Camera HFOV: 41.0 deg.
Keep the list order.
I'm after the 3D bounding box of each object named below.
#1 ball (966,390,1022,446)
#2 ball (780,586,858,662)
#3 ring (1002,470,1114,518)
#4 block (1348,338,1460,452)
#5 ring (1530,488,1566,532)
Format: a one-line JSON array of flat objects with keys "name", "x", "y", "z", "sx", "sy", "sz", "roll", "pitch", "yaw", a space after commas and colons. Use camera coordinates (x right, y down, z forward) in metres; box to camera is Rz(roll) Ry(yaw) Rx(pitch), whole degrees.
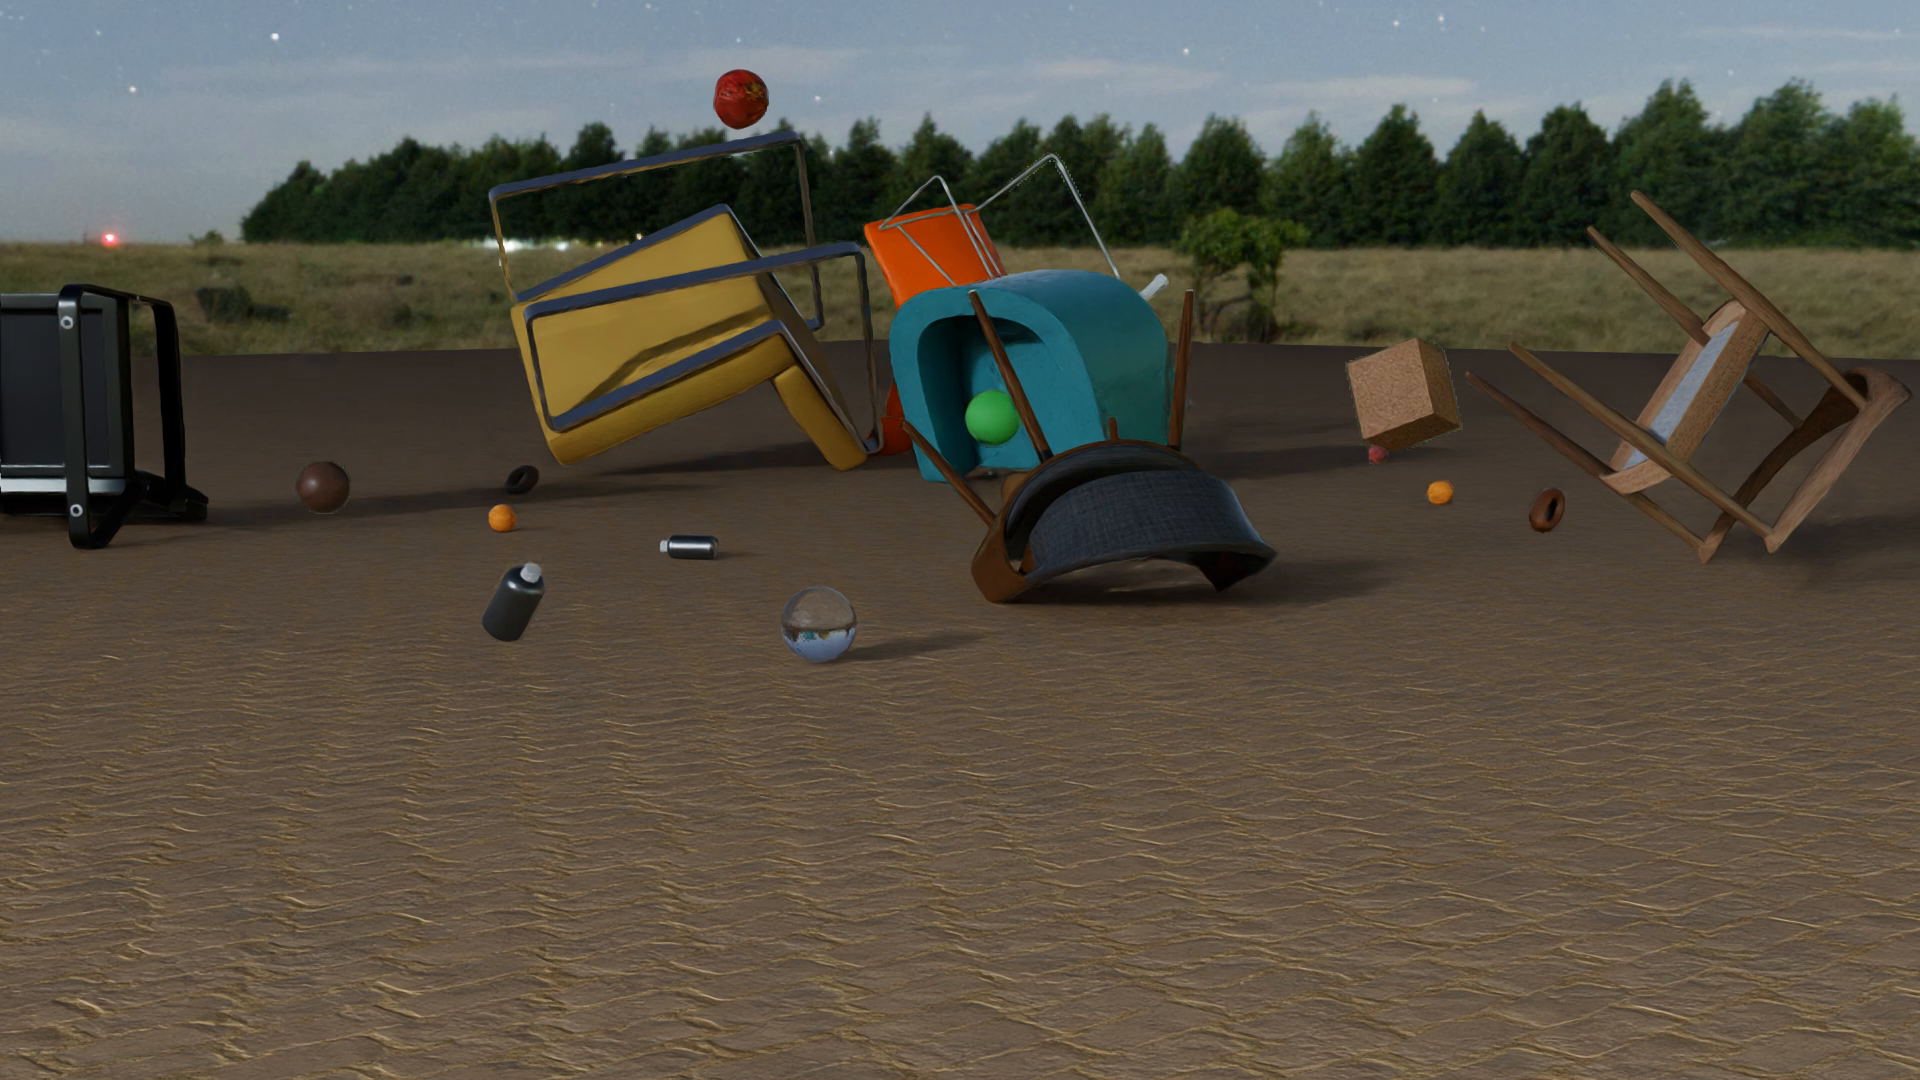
[{"name": "ball", "x": 0.078, "y": -0.287, "z": 6.022, "sx": 0.131, "sy": 0.131, "sz": 0.131, "roll": 0, "pitch": 6, "yaw": 0}, {"name": "ball", "x": -0.241, "y": 0.144, "z": 4.376, "sx": 0.131, "sy": 0.131, "sz": 0.131, "roll": 0, "pitch": 6, "yaw": 0}, {"name": "ring", "x": 0.267, "y": -0.127, "z": 7.084, "sx": 0.320, "sy": 0.115, "sz": 0.264, "roll": 5, "pitch": 4, "yaw": 26}, {"name": "block", "x": 1.345, "y": -0.439, "z": 7.779, "sx": 0.238, "sy": 0.249, "sz": 0.182, "roll": -21, "pitch": -23, "yaw": 32}, {"name": "ring", "x": 1.515, "y": -0.077, "z": 6.616, "sx": 0.078, "sy": 0.130, "sz": 0.055, "roll": 34, "pitch": -16, "yaw": -25}]
